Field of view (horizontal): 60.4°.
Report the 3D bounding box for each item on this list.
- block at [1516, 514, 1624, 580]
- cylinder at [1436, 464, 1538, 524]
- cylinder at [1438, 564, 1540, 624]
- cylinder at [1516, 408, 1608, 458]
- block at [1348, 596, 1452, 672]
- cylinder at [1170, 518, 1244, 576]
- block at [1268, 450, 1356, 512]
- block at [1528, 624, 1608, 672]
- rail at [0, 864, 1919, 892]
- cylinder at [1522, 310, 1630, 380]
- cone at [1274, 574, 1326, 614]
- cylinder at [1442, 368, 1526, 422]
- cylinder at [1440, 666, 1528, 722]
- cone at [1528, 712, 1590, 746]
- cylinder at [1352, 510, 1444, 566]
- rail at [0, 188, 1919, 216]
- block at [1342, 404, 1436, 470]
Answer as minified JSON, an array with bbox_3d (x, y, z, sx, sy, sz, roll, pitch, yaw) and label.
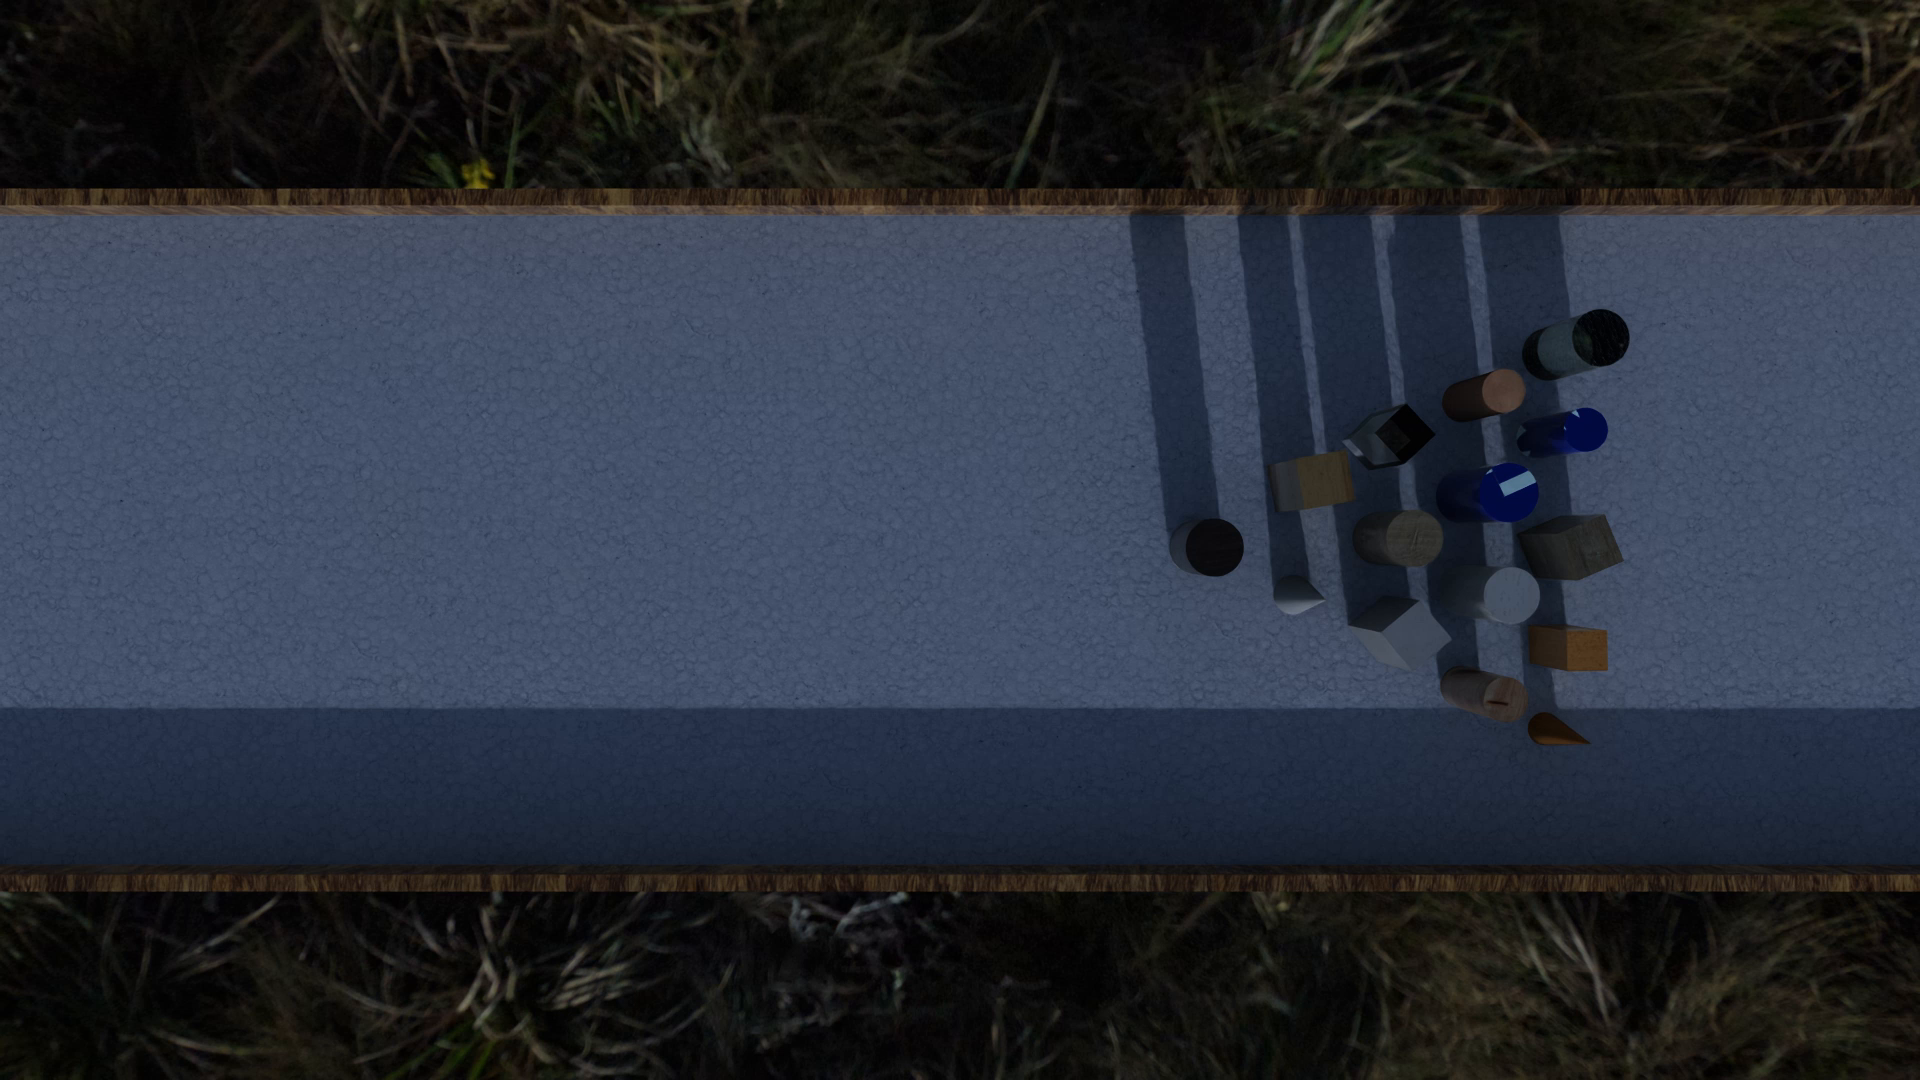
[{"bbox_3d":[1.807,0.021,4.900,0.146,0.352,0.146,-23,90,0],"label":"block"},{"bbox_3d":[1.548,-0.134,4.863,0.168,0.426,0.168,0,90,0],"label":"cylinder"},{"bbox_3d":[1.553,0.155,4.860,0.159,0.434,0.159,0,90,0],"label":"cylinder"},{"bbox_3d":[1.775,-0.313,4.877,0.125,0.400,0.125,0,90,0],"label":"cylinder"},{"bbox_3d":[1.295,0.272,4.878,0.144,0.397,0.144,-40,90,0],"label":"block"},{"bbox_3d":[0.727,0.022,4.892,0.167,0.370,0.167,0,90,0],"label":"cylinder"},{"bbox_3d":[1.029,-0.170,4.858,0.145,0.437,0.145,-10,90,0],"label":"block"},{"bbox_3d":[1.810,0.320,4.918,0.116,0.317,0.116,-1,90,0],"label":"block"},{"bbox_3d":[-2.247,1.025,5.001,12.000,0.150,0.050,0,90,0],"label":"rail"},{"bbox_3d":[1.812,-0.572,4.870,0.163,0.414,0.163,0,90,0],"label":"cylinder"},{"bbox_3d":[1.026,0.168,4.847,0.122,0.460,0.122,0,90,0],"label":"cone"},{"bbox_3d":[1.546,-0.424,4.882,0.124,0.389,0.124,0,90,0],"label":"cylinder"},{"bbox_3d":[1.542,0.451,4.867,0.129,0.419,0.129,0,90,0],"label":"cylinder"},{"bbox_3d":[1.798,0.581,4.886,0.101,0.381,0.101,0,90,0],"label":"cone"},{"bbox_3d":[1.289,-0.005,4.876,0.162,0.401,0.162,0,90,0],"label":"cylinder"},{"bbox_3d":[-2.247,-1.025,5.002,12.000,0.150,0.050,0,90,0],"label":"rail"},{"bbox_3d":[1.261,-0.301,4.875,0.123,0.404,0.123,-43,90,0],"label":"block"}]
